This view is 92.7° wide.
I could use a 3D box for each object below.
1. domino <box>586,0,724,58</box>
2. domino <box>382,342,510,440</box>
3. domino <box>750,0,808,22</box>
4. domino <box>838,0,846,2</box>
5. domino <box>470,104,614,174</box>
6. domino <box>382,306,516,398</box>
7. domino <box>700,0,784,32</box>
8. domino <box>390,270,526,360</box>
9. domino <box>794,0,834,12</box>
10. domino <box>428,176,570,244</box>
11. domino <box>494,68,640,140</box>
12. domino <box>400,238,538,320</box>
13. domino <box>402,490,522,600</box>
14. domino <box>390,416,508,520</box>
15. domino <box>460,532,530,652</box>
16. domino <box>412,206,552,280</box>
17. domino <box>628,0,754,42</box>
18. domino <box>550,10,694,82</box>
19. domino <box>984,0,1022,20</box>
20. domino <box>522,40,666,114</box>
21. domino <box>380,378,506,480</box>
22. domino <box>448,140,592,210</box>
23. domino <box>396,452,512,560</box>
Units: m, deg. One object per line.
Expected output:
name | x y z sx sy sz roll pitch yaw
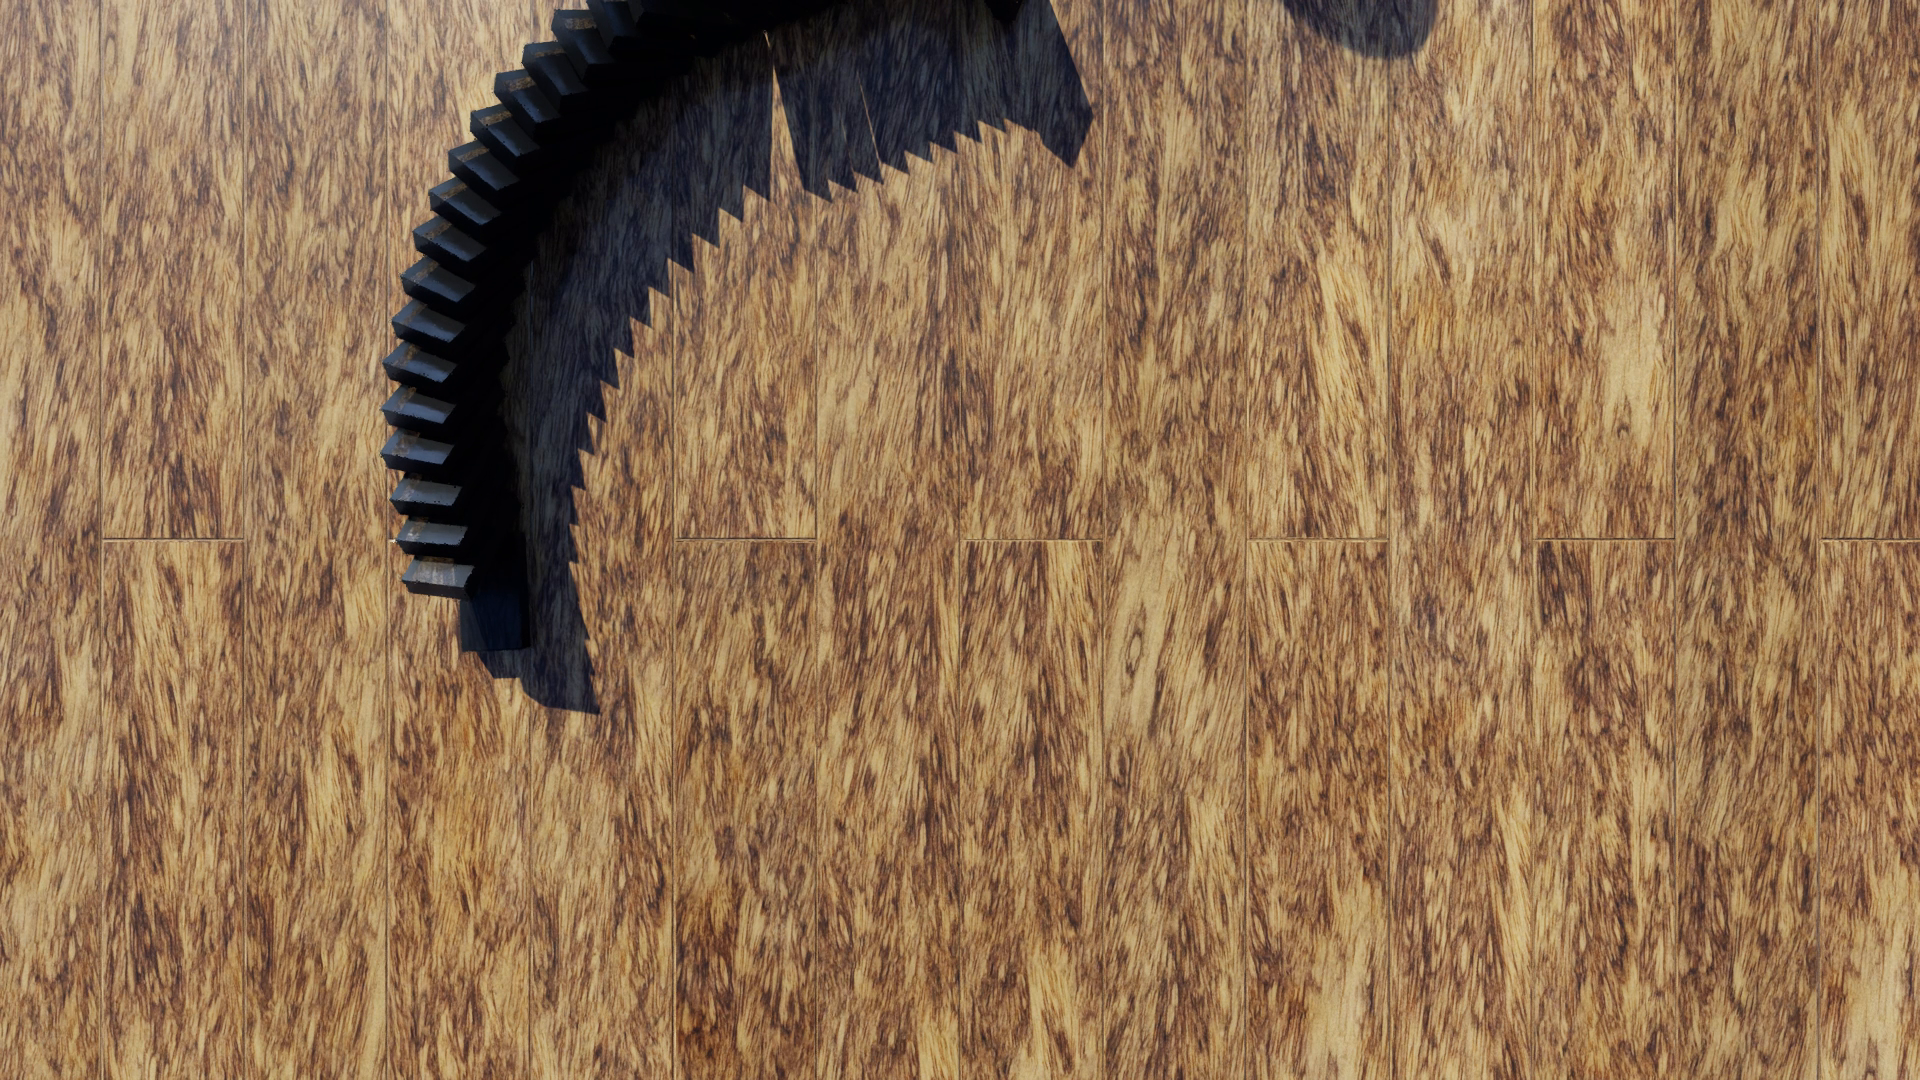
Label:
domino | -0.126 -0.216 0.380 0.050 0.009 0.025 -23 90 -41
domino | -0.213 -0.066 0.381 0.025 0.010 0.050 14 53 0
domino | -0.086 -0.236 0.377 0.009 0.050 0.025 -13 90 34
domino | -0.064 -0.244 0.377 0.009 0.050 0.025 -13 90 33
domino | -0.173 -0.171 0.380 0.025 0.010 0.050 44 50 0
domino | -0.211 -0.083 0.381 0.025 0.010 0.050 19 53 0
domino | -0.097 -0.232 0.377 0.009 0.050 0.025 -13 90 34
domino | -0.207 -0.098 0.381 0.025 0.010 0.050 21 53 0
domino | -0.075 -0.240 0.377 0.009 0.050 0.025 -13 90 34
domino | -0.190 -0.144 0.380 0.025 0.009 0.050 34 50 0
domino | -0.162 -0.184 0.380 0.025 0.010 0.050 51 50 0
domino | -0.203 -0.114 0.381 0.025 0.009 0.050 25 52 0
domino | -0.206 0.000 0.381 0.025 0.010 0.050 7 52 1
domino | -0.211 -0.032 0.381 0.025 0.009 0.050 6 52 0
domino | -0.201 0.022 0.395 0.025 0.010 0.050 -3 90 0
domino | -0.197 -0.130 0.381 0.025 0.009 0.050 30 51 0
domino | -0.113 -0.224 0.380 0.050 0.009 0.025 -17 89 -41
domino | -0.139 -0.206 0.380 0.050 0.010 0.025 -31 90 -41
domino | 0.013 -0.242 0.376 0.009 0.050 0.025 22 90 31
domino | -0.151 -0.195 0.380 0.050 0.009 0.025 -37 90 -40
domino | -0.214 -0.049 0.381 0.025 0.009 0.050 11 53 0
domino | -0.182 -0.158 0.380 0.025 0.010 0.050 39 51 0
domino | -0.209 -0.016 0.381 0.025 0.009 0.050 5 52 0
